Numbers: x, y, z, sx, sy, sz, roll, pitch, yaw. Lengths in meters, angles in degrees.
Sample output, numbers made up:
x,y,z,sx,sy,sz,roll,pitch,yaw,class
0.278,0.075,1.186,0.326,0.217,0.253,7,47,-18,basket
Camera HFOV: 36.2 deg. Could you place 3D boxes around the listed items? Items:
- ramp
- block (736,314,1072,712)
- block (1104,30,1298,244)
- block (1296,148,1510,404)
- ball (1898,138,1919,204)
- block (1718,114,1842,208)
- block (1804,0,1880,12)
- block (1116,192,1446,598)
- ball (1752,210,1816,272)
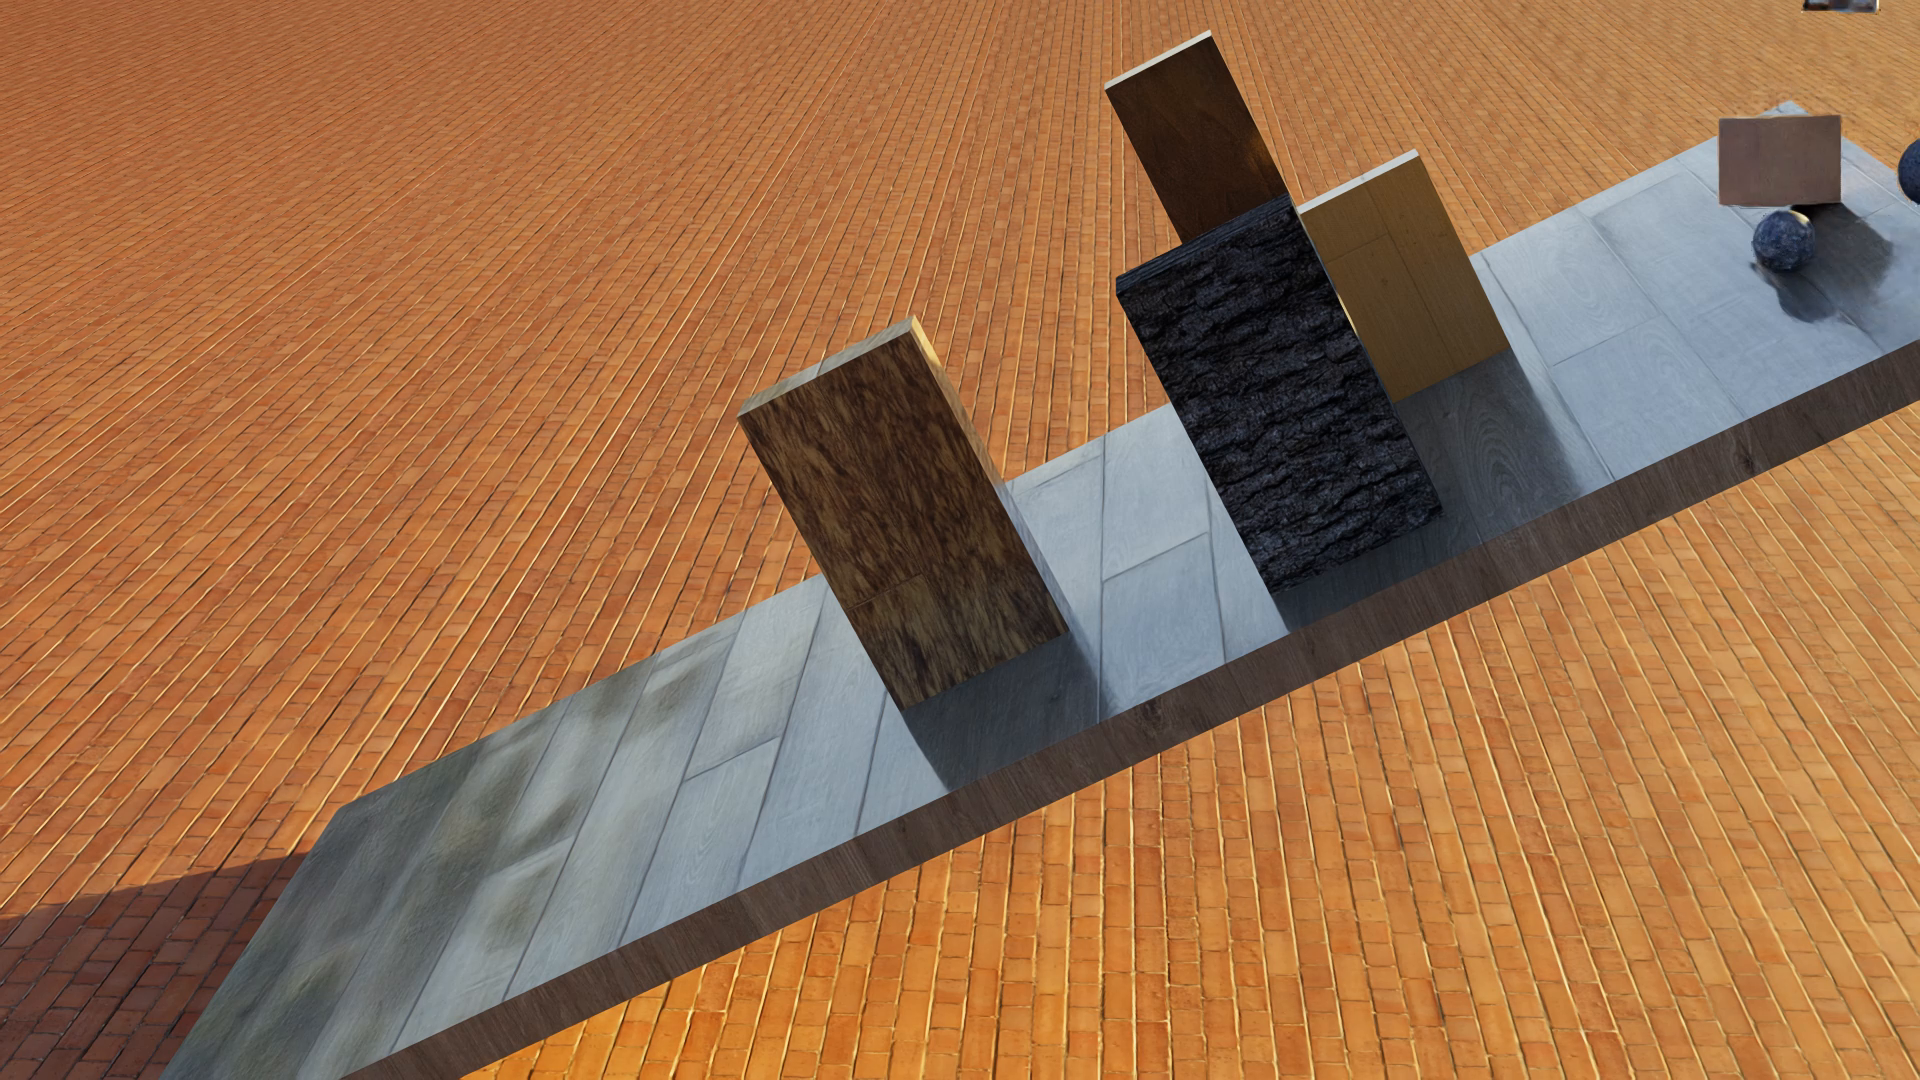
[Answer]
x,y,z,sx,sy,sz,roll,pitch,yaw,class
0.140,0.167,6.281,4.000,0.100,2.000,-26,14,10,ramp
-0.106,-0.051,5.889,0.386,0.687,0.146,-26,14,10,block
0.631,-0.757,6.784,0.270,0.786,0.101,-26,14,10,block
0.902,-0.538,6.169,0.336,0.453,0.084,-26,14,10,block
1.851,-0.700,5.579,0.139,0.139,0.139,0,17,0,ball
1.667,-0.773,5.982,0.176,0.176,0.176,-5,9,-13,block
1.643,-1.054,5.467,0.130,0.130,0.130,4,17,19,block
0.588,-0.265,5.403,0.352,0.641,0.150,-26,14,10,block
1.590,-0.576,5.669,0.119,0.119,0.119,0,17,0,ball
